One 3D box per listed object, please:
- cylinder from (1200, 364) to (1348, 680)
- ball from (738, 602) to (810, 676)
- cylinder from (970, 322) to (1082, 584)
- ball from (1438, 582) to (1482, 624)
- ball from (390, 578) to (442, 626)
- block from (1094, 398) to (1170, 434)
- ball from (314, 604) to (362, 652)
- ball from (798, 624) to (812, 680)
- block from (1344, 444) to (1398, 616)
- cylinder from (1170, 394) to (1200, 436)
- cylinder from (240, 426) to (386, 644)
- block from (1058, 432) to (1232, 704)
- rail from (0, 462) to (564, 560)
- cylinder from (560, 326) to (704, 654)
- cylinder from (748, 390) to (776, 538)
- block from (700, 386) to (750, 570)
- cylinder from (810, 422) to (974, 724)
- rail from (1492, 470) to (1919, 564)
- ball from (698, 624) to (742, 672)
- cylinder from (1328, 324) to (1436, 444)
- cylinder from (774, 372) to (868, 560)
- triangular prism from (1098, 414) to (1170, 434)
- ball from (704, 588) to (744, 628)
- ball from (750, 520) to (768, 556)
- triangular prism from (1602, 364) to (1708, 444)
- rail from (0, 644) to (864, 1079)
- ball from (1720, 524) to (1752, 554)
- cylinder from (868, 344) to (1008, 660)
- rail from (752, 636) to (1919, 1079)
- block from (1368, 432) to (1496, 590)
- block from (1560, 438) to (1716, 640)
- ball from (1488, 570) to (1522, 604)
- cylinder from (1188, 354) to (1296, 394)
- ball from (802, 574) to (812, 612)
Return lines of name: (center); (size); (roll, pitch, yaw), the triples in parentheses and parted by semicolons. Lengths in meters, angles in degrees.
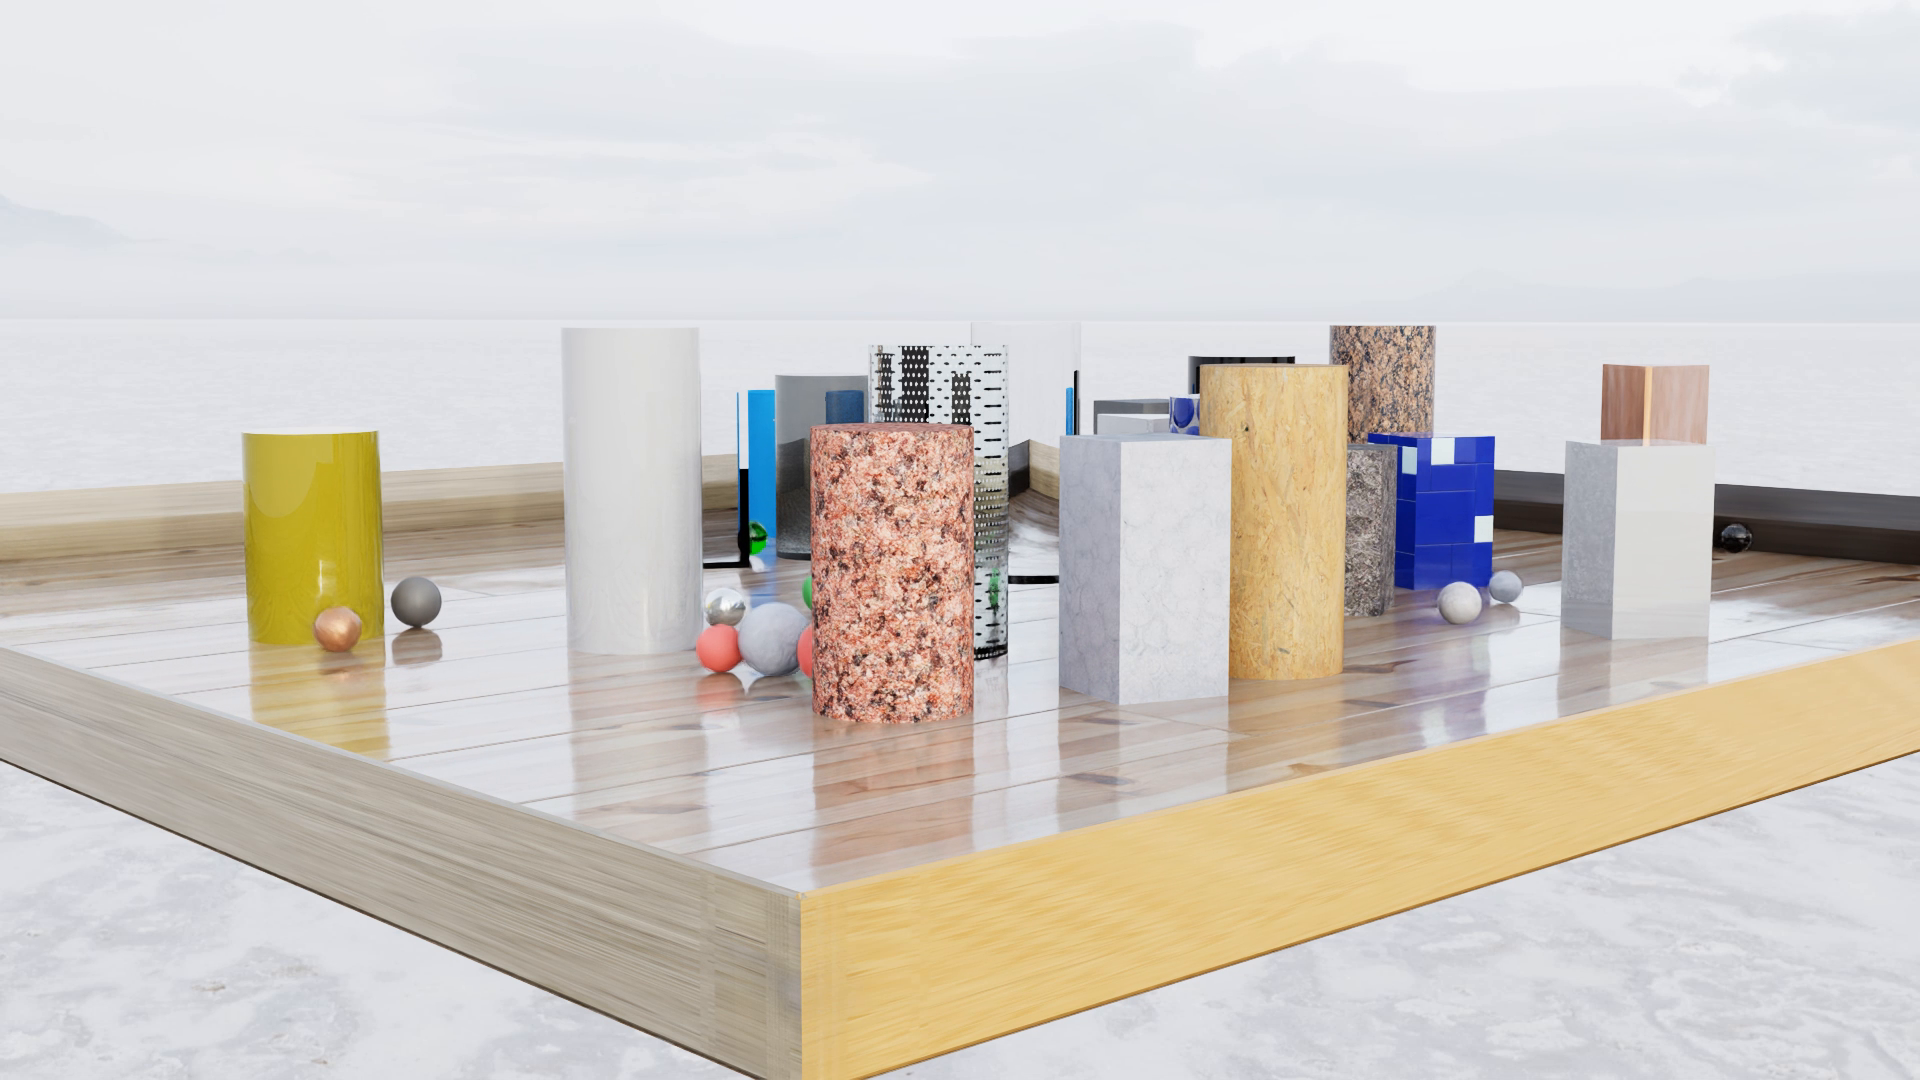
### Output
cylinder: (0.381, -0.027, 2.686); (0.179, 0.371, 0.179); (0, 6, 0)
ball: (-0.223, 0.119, 2.643); (0.089, 0.089, 0.089); (0, 6, 0)
cylinder: (0.107, -0.145, 3.571); (0.179, 0.416, 0.179); (0, 6, 0)
ball: (0.696, 0.088, 3.065); (0.060, 0.060, 0.060); (0, 6, 0)
ball: (-0.753, 0.086, 3.044); (0.069, 0.069, 0.069); (0, 6, 0)
block: (0.333, -0.106, 3.858); (0.143, 0.277, 0.143); (-4, 7, -33)
ball: (-0.800, 0.113, 2.829); (0.060, 0.060, 0.060); (0, 6, 0)
ball: (-0.149, 0.130, 2.568); (0.082, 0.082, 0.082); (0, 6, 0)
block: (0.556, -0.018, 3.224); (0.143, 0.238, 0.143); (2, 6, 20)
cylinder: (0.373, -0.035, 2.991); (0.179, 0.320, 0.179); (0, 6, 0)
cylinder: (-0.869, -0.009, 2.959); (0.179, 0.276, 0.179); (0, 6, 0)
block: (0.211, 0.028, 2.531); (0.143, 0.293, 0.143); (-3, 7, -26)
rail: (-0.998, -0.085, 4.408); (3.000, 0.116, 0.045); (-6, 8, -42)
cylinder: (-0.427, -0.069, 2.871); (0.179, 0.415, 0.179); (0, 6, 0)
cylinder: (-0.351, -0.151, 4.278); (0.179, 0.277, 0.179); (0, 6, 0)
block: (-0.445, -0.108, 3.765); (0.143, 0.302, 0.143); (-2, 6, -15)
cylinder: (-0.074, 0.031, 2.418); (0.179, 0.311, 0.179); (0, 6, 0)
rail: (1.085, -0.076, 4.328); (0.045, 0.116, 2.990); (-6, 8, -42)
ball: (-0.290, 0.131, 2.670); (0.058, 0.058, 0.058); (0, 6, 0)
cylinder: (0.717, -0.161, 3.753); (0.179, 0.409, 0.179); (0, 6, 0)
cylinder: (-0.238, -0.133, 3.900); (0.179, 0.321, 0.179); (0, 6, 0)
triangular prism: (0.259, -0.040, 3.215); (0.134, 0.283, 0.155); (4, 8, 36)
ball: (-0.324, 0.094, 3.019); (0.058, 0.058, 0.058); (0, 6, 0)
ball: (-0.374, -0.004, 3.913); (0.063, 0.063, 0.063); (0, 6, 0)
triangular prism: (1.050, -0.095, 3.408); (0.155, 0.352, 0.134); (-5, 8, -38)
rail: (-1.085, 0.137, 2.337); (0.045, 0.116, 2.990); (-6, 8, -42)
ball: (1.393, -0.003, 3.949); (0.054, 0.054, 0.054); (0, 6, 0)
cylinder: (-0.027, -0.052, 2.812); (0.179, 0.394, 0.179); (0, 6, 0)
rail: (0.998, 0.145, 2.258); (3.000, 0.116, 0.045); (-6, 8, -42)
block: (0.750, -0.050, 3.517); (0.143, 0.238, 0.143); (-2, 7, -21)
block: (0.923, -0.004, 3.002); (0.143, 0.257, 0.143); (-1, 6, -12)
ball: (0.815, 0.070, 3.289); (0.049, 0.049, 0.049); (0, 6, 0)
cylinder: (0.468, -0.128, 3.677); (0.179, 0.360, 0.179); (0, 6, 0)
ball: (-0.189, 0.075, 3.135); (0.071, 0.071, 0.071); (0, 6, 0)
